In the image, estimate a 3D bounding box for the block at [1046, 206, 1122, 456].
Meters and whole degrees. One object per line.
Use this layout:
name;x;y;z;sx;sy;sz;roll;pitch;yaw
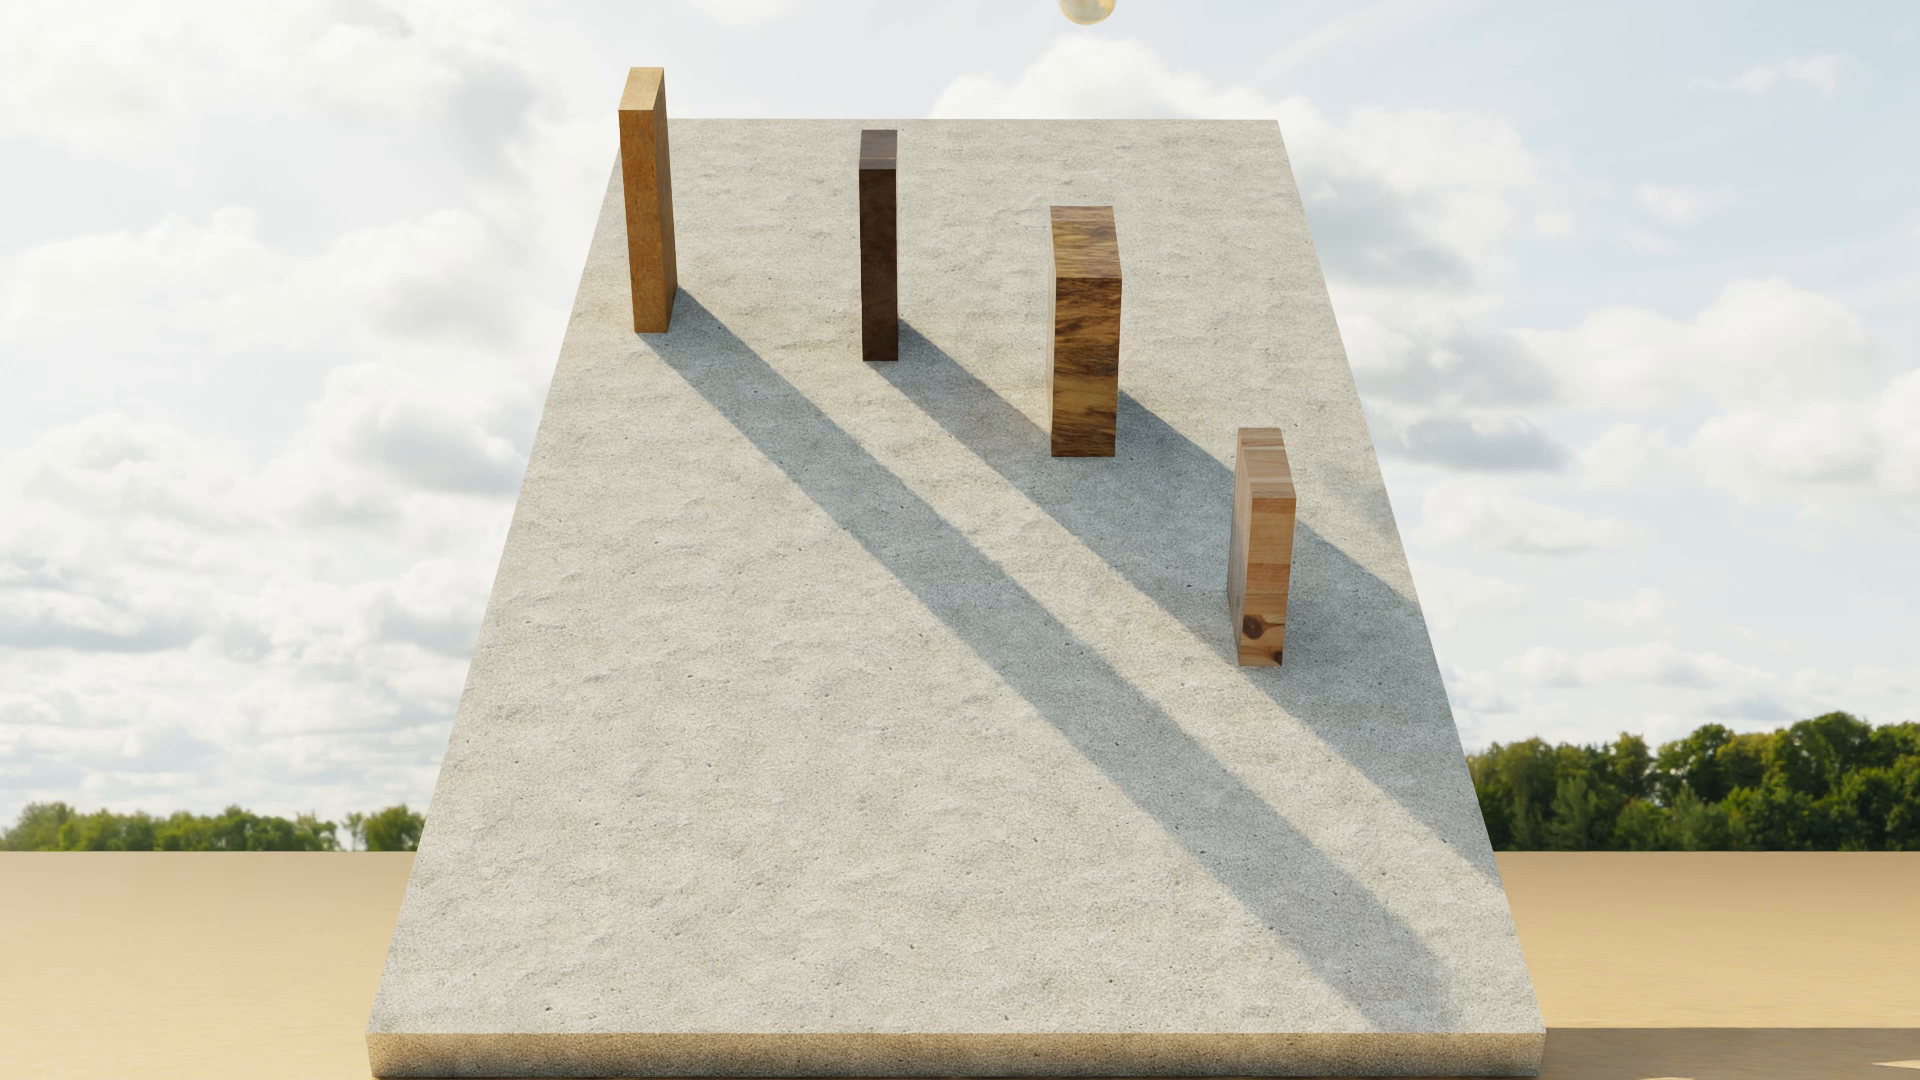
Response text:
block;0.291;-0.498;5.825;0.150;0.468;0.390;0;32;0

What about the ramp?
ramp;-0.015;-0.188;5.863;2.000;0.100;4.000;0;32;0

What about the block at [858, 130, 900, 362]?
block;-0.201;-0.739;6.152;0.090;0.523;0.245;0;32;0

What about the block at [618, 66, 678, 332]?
block;-0.796;-0.869;6.271;0.085;0.612;0.284;0;32;0

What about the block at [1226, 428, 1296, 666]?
block;0.621;0.014;5.071;0.087;0.406;0.282;0;32;0

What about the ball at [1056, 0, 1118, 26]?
ball;0.375;-1.615;7.232;0.186;0.186;0.186;0;-7;0
